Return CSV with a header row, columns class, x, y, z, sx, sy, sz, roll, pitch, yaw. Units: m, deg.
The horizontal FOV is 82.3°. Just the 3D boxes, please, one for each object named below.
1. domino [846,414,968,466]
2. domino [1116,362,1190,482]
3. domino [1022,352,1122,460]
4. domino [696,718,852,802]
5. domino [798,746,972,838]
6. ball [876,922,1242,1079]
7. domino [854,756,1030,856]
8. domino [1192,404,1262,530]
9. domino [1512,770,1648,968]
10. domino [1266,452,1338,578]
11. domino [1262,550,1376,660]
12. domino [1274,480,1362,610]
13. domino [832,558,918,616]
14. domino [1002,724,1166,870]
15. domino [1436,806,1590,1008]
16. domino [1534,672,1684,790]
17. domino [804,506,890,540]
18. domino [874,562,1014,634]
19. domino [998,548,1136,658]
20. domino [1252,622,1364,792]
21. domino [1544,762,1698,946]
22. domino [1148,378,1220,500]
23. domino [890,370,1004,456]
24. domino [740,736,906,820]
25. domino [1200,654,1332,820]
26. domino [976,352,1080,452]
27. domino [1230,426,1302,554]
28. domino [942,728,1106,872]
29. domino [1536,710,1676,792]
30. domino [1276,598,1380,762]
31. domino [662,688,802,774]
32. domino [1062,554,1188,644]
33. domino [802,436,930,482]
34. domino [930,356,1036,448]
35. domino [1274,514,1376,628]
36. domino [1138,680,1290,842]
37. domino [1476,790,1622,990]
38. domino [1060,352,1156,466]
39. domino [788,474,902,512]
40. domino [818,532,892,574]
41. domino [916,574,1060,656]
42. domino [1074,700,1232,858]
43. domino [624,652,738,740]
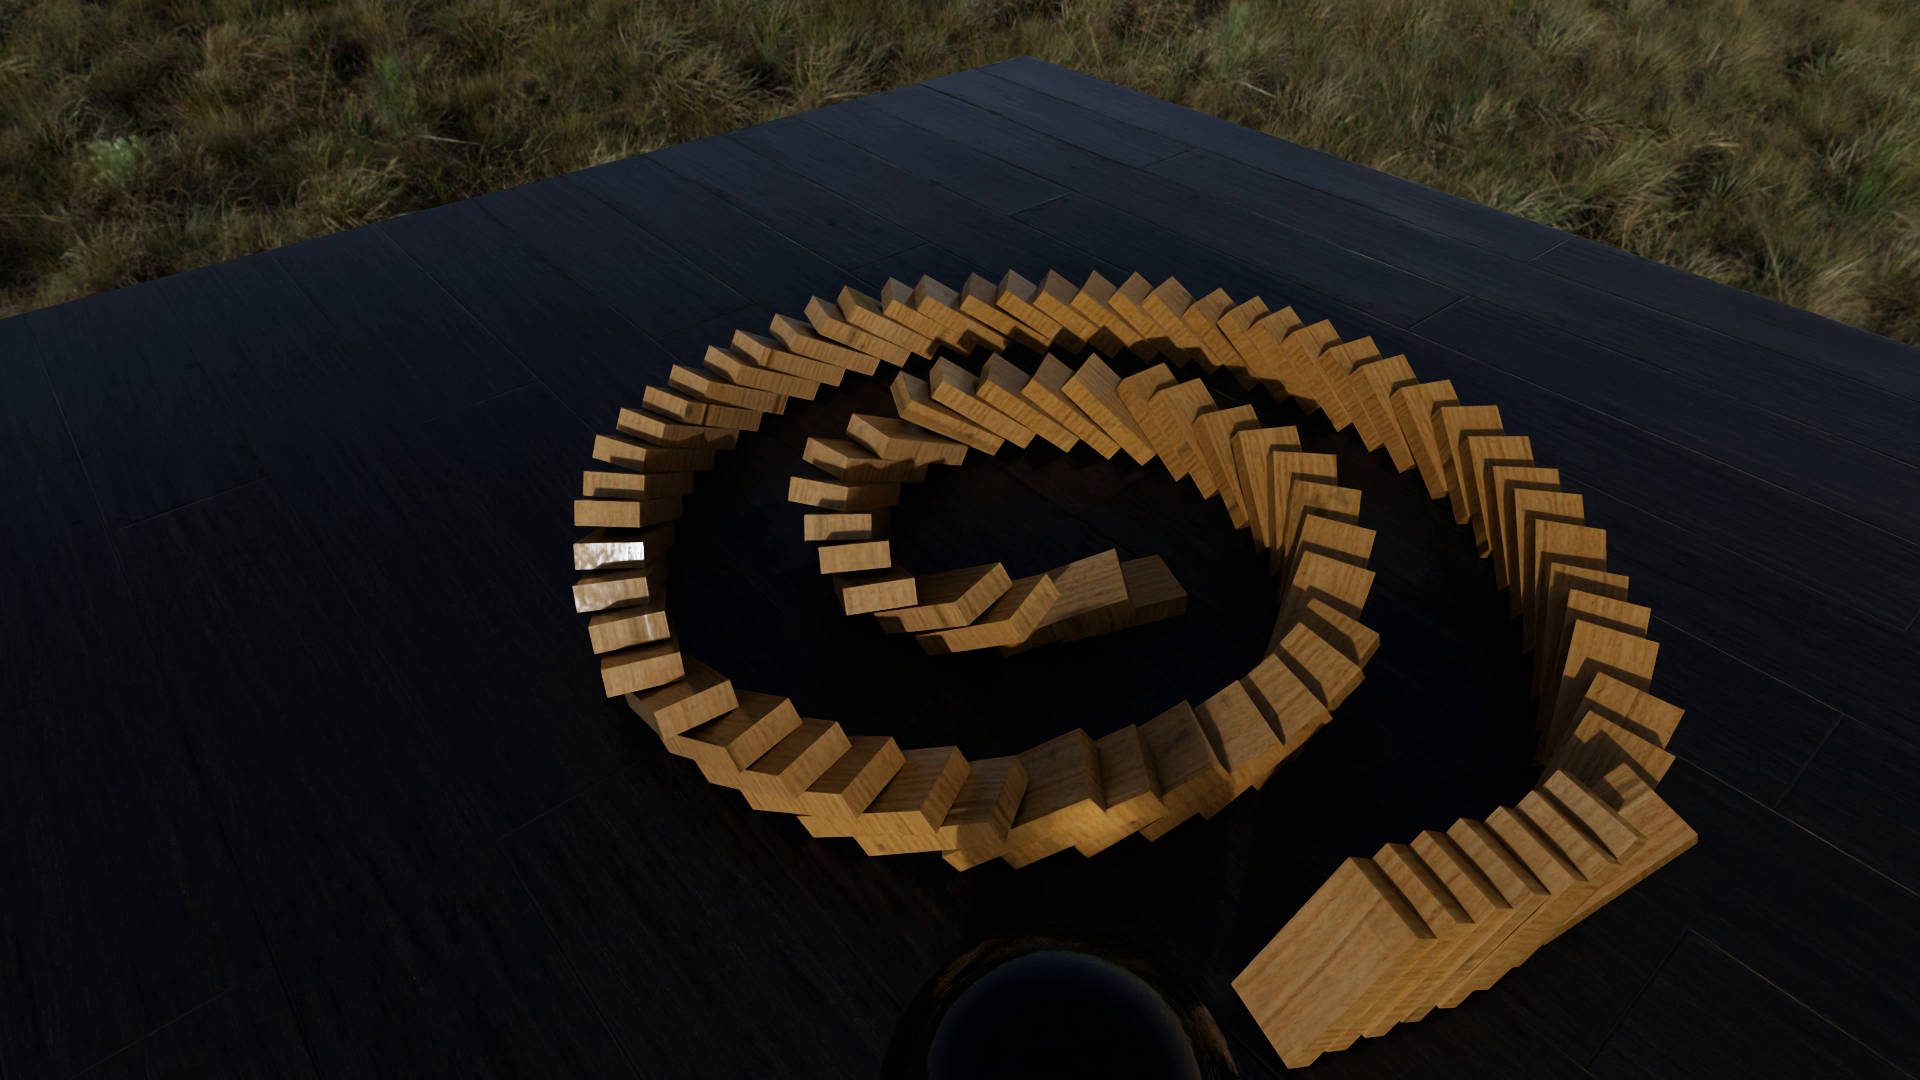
class,x,y,z,sx,sy,sz,roll,pitch,yaw
domino,-0.022,-0.043,0.478,0.025,0.009,0.050,36,22,35
domino,0.093,-0.053,0.488,0.025,0.010,0.050,-25,76,-29
domino,0.054,-0.061,0.498,0.050,0.010,0.025,37,43,-6
domino,-0.059,0.066,0.342,0.050,0.010,0.025,-5,29,49
domino,-0.023,0.076,0.331,0.050,0.010,0.025,-13,29,37
ball,0.021,0.124,0.236,0.080,0.080,0.080,0,39,0
domino,-0.006,0.079,0.327,0.050,0.009,0.025,-16,29,34
domino,0.119,-0.031,0.463,0.025,0.010,0.050,-13,71,-16
domino,0.160,0.091,0.304,0.010,0.050,0.025,17,24,-41
domino,0.136,-0.009,0.434,0.025,0.010,0.050,3,72,0
domino,0.125,0.031,0.387,0.025,0.010,0.050,19,73,22
domino,0.136,0.004,0.418,0.025,0.010,0.050,10,72,9
domino,-0.032,0.016,0.404,0.025,0.009,0.050,-8,9,-10
domino,0.034,0.077,0.330,0.050,0.009,0.025,-28,36,17
domino,0.139,0.098,0.295,0.009,0.050,0.025,19,25,-39
domino,0.198,0.069,0.340,0.025,0.010,0.050,29,79,30
domino,-0.043,-0.007,0.430,0.025,0.009,0.050,-1,5,4
domino,-0.007,0.021,0.395,0.025,0.010,0.050,-40,17,-35
domino,0.036,0.023,0.399,0.050,0.009,0.025,-20,43,12
domino,0.103,0.054,0.356,0.050,0.009,0.025,-47,53,0
domino,0.177,0.089,0.312,0.050,0.010,0.025,-39,49,9
domino,0.105,-0.044,0.477,0.025,0.010,0.050,-21,74,-28
domino,-0.006,-0.057,0.493,0.050,0.009,0.025,20,30,-29
domino,-0.043,0.072,0.337,0.050,0.010,0.025,-9,26,43
domino,0.089,0.062,0.347,0.050,0.010,0.025,-41,48,5
domino,0.032,-0.062,0.499,0.050,0.010,0.025,31,36,-14
domino,0.129,-0.021,0.448,0.025,0.010,0.050,-6,73,-8
domino,0.018,0.077,0.327,0.050,0.010,0.025,-28,36,21
domino,0.186,0.079,0.328,0.025,0.009,0.050,33,81,34
domino,0.116,0.046,0.369,0.025,0.010,0.050,33,77,34
domino,-0.074,0.059,0.351,0.025,0.009,0.050,-38,21,-33
domino,0.058,0.022,0.417,0.050,0.009,0.025,-12,41,-14
domino,-0.039,-0.034,0.465,0.025,0.010,0.050,28,18,34
domino,0.010,-0.062,0.497,0.050,0.010,0.025,27,29,-20
domino,0.133,0.018,0.402,0.025,0.009,0.050,16,73,17
domino,0.072,0.068,0.339,0.050,0.009,0.025,-36,44,9
domino,0.149,0.095,0.298,0.010,0.050,0.025,19,25,-39
domino,0.071,-0.059,0.494,0.050,0.010,0.025,43,44,-4
domino,-0.046,-0.020,0.447,0.025,0.009,0.050,11,9,20
domino,-0.039,0.004,0.416,0.025,0.009,0.050,-6,4,-3
domino,0.009,0.027,0.387,0.050,0.009,0.025,-15,26,48
domino,0.054,0.073,0.334,0.050,0.010,0.025,-33,41,11
domino,-0.094,0.051,0.363,0.025,0.010,0.050,-23,15,-25
